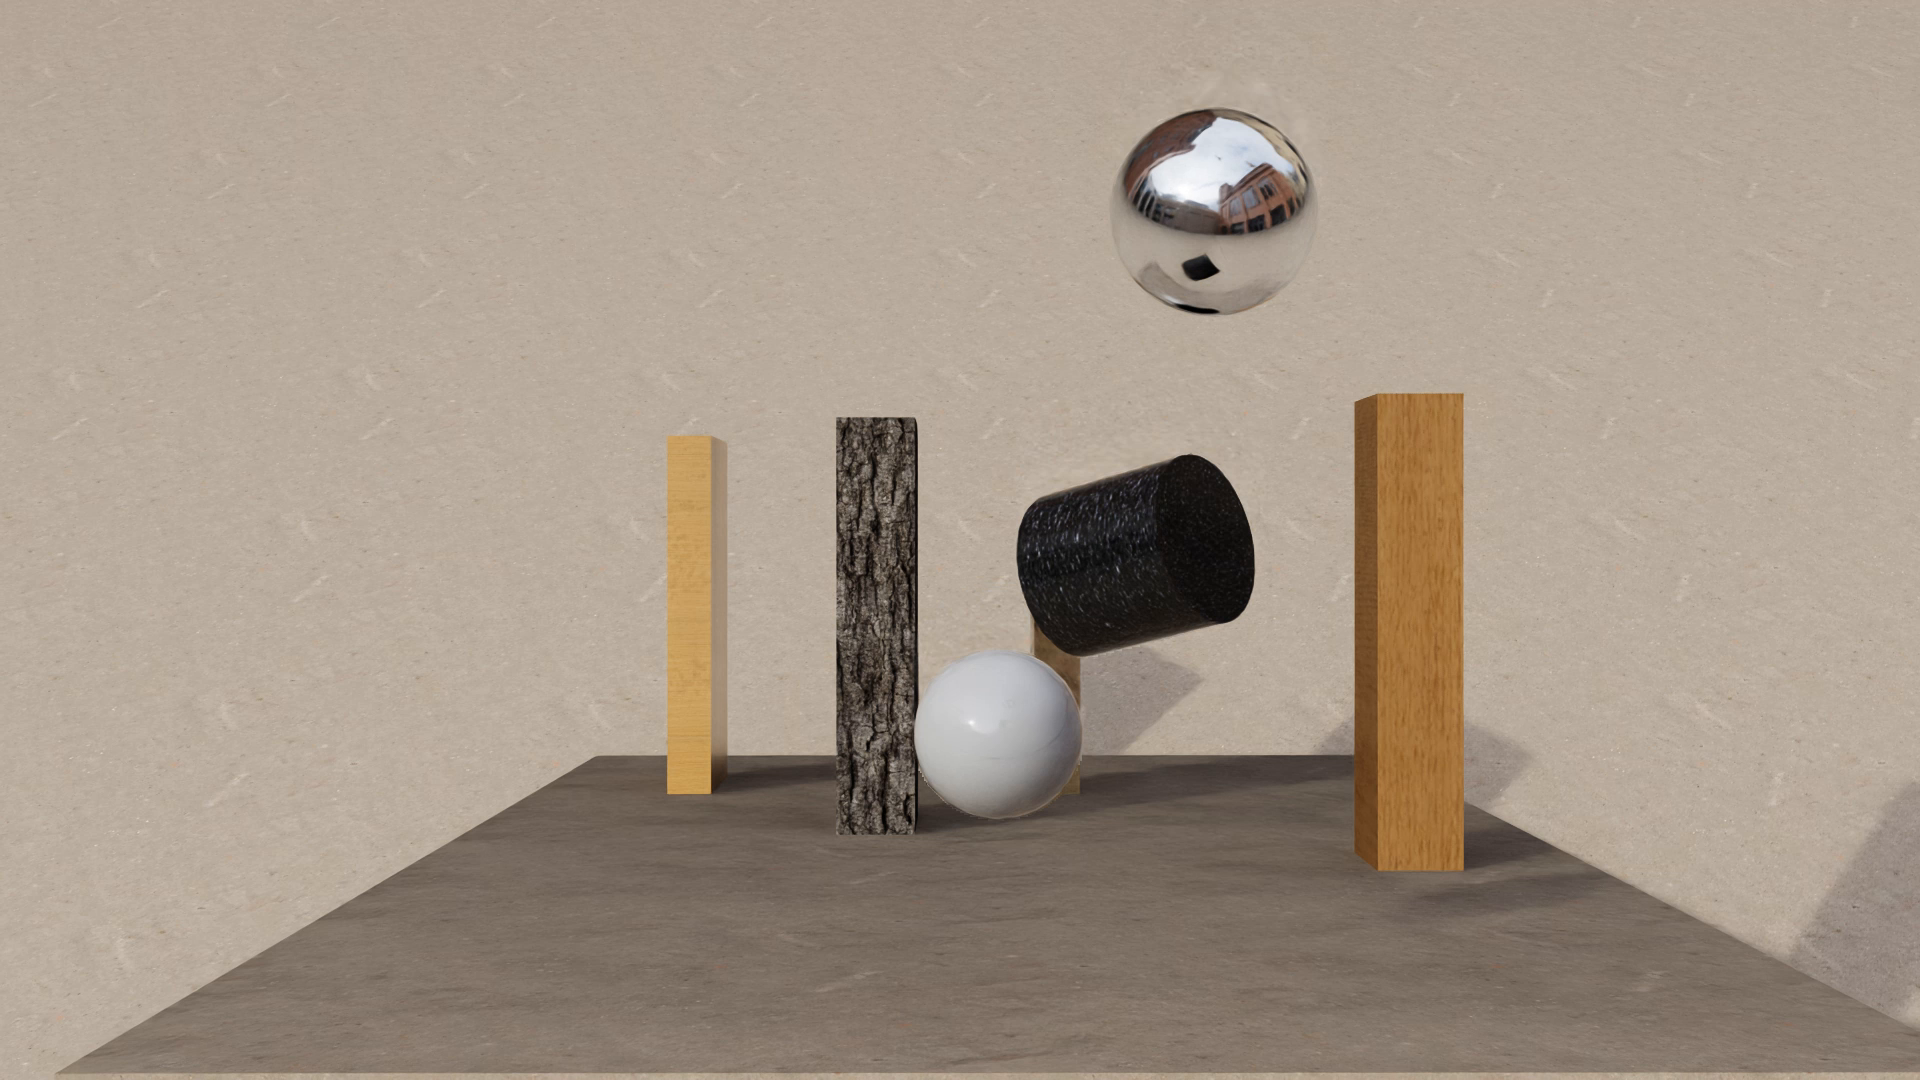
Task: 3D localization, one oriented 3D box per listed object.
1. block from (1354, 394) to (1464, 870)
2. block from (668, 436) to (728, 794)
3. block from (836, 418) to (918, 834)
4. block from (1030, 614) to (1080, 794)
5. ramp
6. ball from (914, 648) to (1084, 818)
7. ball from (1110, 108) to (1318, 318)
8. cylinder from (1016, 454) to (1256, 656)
[{"bbox_3d":[0.766,0.153,4.431,0.143,0.794,0.252,0,0,0],"label":"block"},{"bbox_3d":[-0.590,0.163,5.833,0.095,0.780,0.401,0,0,0],"label":"block"},{"bbox_3d":[-0.158,0.161,5.014,0.147,0.781,0.346,0,0,0],"label":"block"},{"bbox_3d":[0.210,0.262,5.750,0.099,0.580,0.265,0,0,0],"label":"block"},{"bbox_3d":[0.067,0.601,4.662,2.000,0.100,4.000,0,0,0],"label":"ramp"},{"bbox_3d":[0.046,0.233,3.109,0.204,0.204,0.204,0,30,0],"label":"ball"},{"bbox_3d":[0.247,-0.319,2.518,0.202,0.202,0.202,0,30,0],"label":"ball"},{"bbox_3d":[0.161,0.016,2.358,0.155,0.155,0.155,-16,17,37],"label":"cylinder"}]
